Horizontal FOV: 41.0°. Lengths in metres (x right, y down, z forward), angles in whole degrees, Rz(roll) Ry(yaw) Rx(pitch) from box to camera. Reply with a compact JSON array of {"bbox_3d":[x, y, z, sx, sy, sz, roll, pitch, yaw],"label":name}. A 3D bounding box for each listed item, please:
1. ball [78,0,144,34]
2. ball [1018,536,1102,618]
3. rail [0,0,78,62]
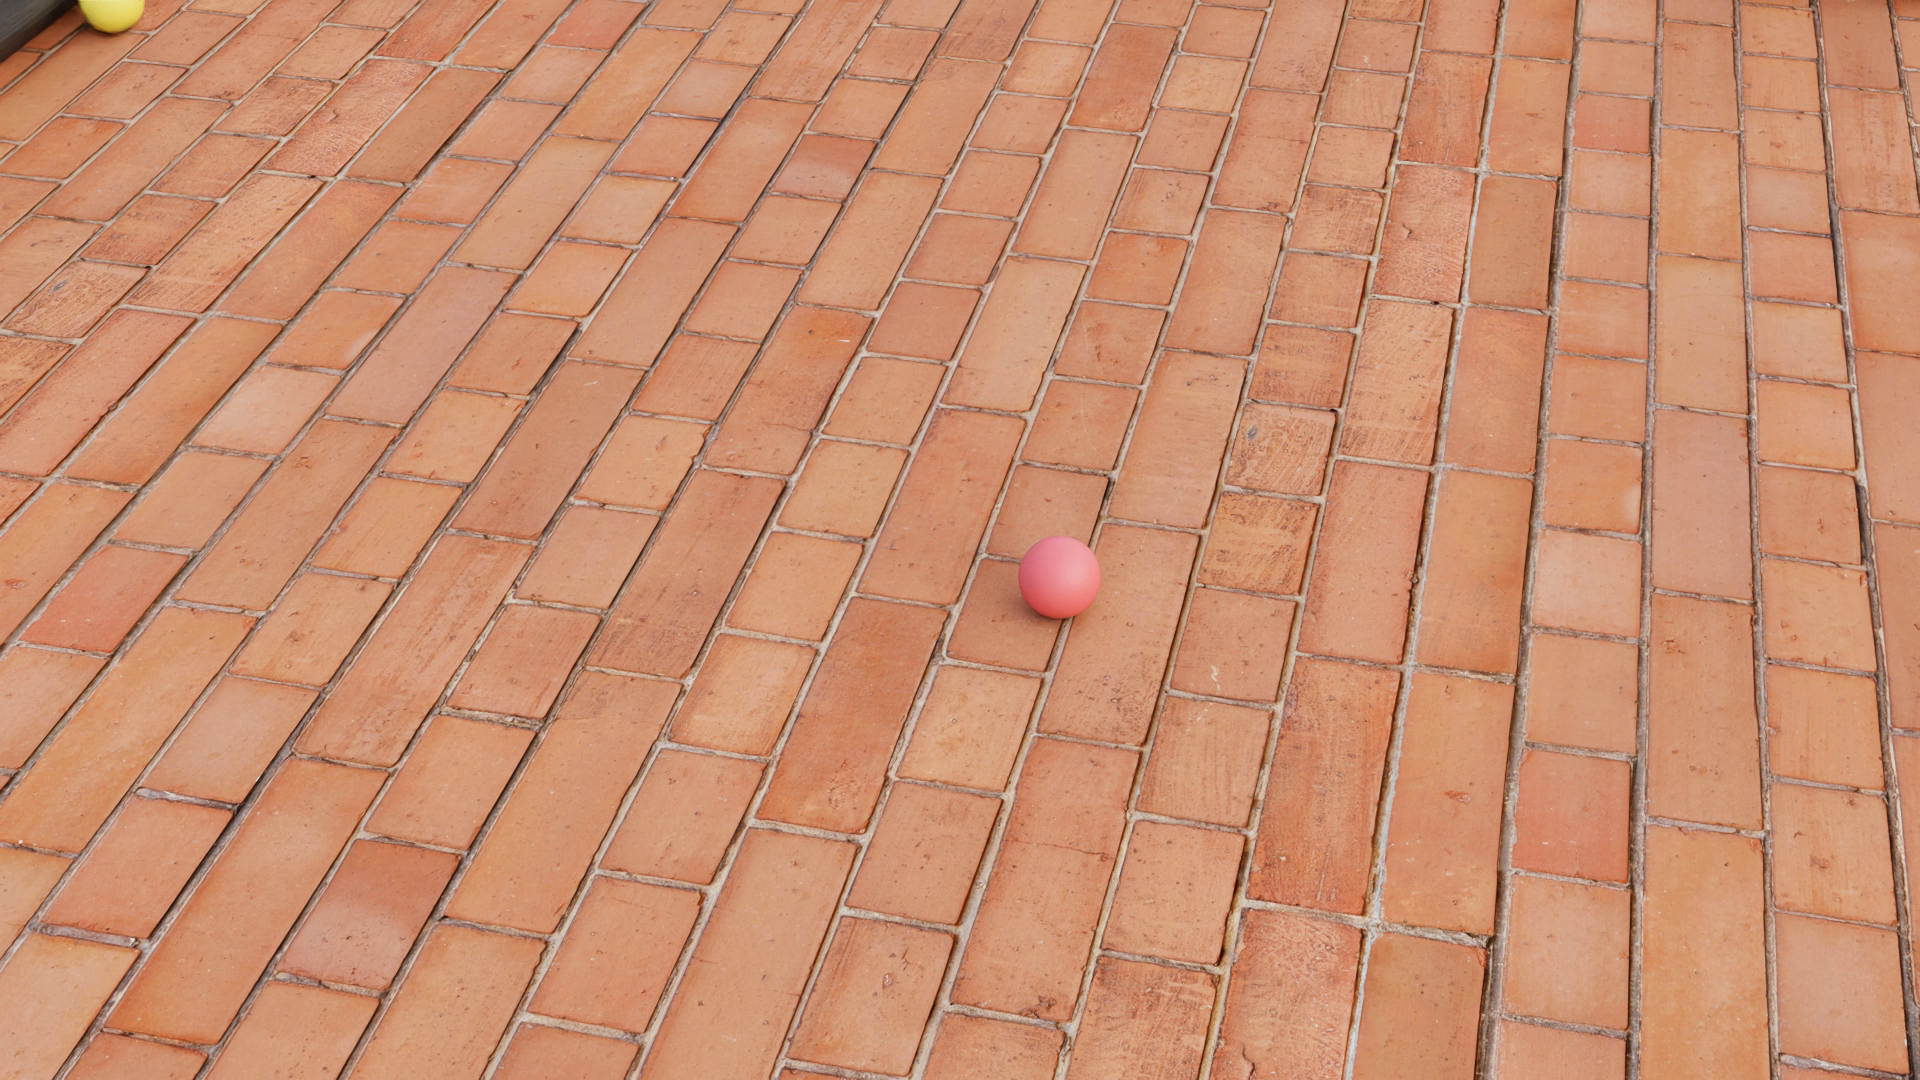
[{"bbox_3d":[-0.843,-0.535,2.547,0.062,0.062,0.062,0,35,0],"label":"ball"},{"bbox_3d":[0.068,0.025,1.752,0.057,0.057,0.057,0,35,0],"label":"ball"},{"bbox_3d":[-1.053,-0.157,1.981,0.045,0.092,2.453,8,36,11],"label":"rail"}]
